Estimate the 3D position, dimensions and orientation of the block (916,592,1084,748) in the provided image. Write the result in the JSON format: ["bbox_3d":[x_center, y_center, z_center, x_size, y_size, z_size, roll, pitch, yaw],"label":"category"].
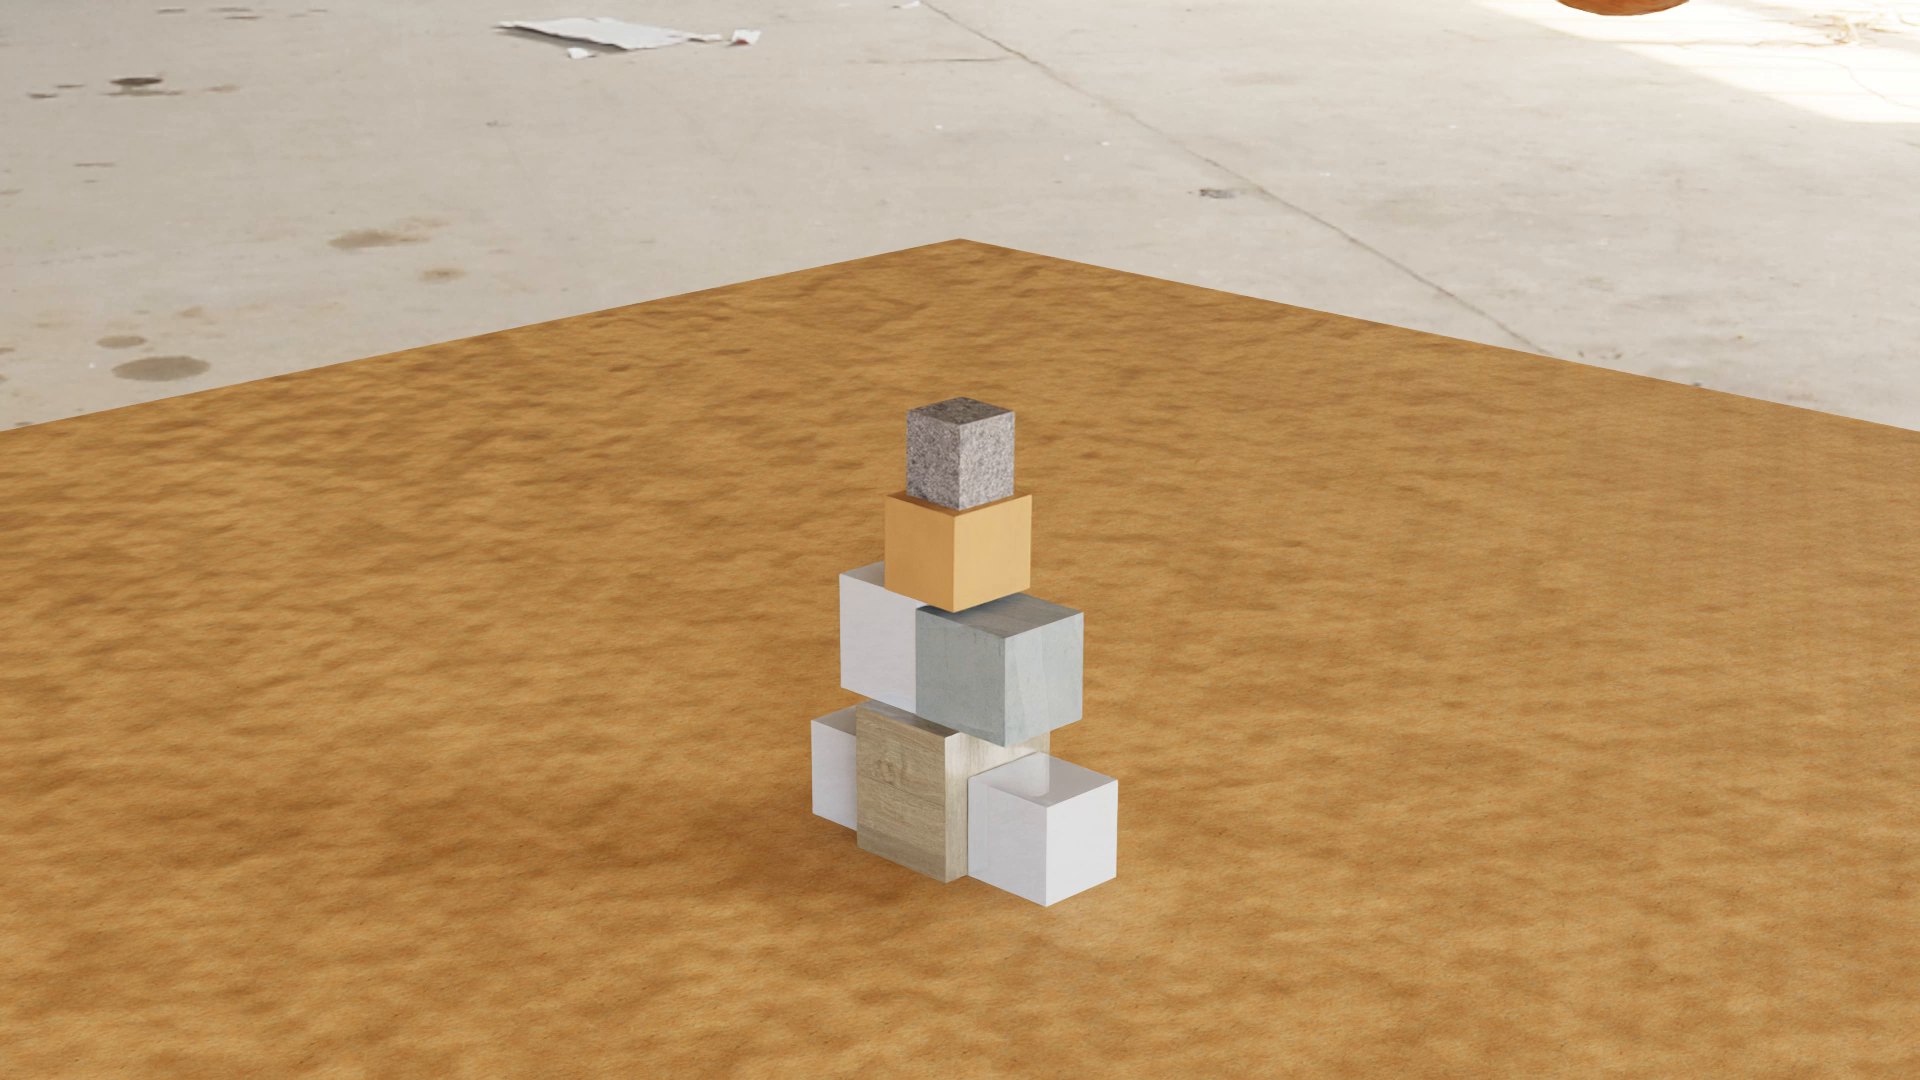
[{"bbox_3d":[0.178,0.564,13.321,0.506,0.515,0.567,-17,24,-42],"label":"block"}]

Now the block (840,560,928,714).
[{"bbox_3d":[-0.200,0.423,13.693,0.508,0.562,0.509,-17,24,-42],"label":"block"}]

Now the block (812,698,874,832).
[{"bbox_3d":[-0.380,1.083,14.097,0.494,0.481,0.440,-17,24,-42],"label":"block"}]

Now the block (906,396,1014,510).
[{"bbox_3d":[0.002,-0.393,13.204,0.348,0.393,0.337,-17,25,-42],"label":"block"}]

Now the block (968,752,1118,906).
[{"bbox_3d":[0.376,1.312,13.372,0.468,0.478,0.491,-17,24,-42],"label":"block"}]

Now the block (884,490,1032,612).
[{"bbox_3d":[-0.009,0.009,13.329,0.493,0.448,0.444,-17,25,-42],"label":"block"}]

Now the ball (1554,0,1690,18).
[{"bbox_3d":[3.645,-3.666,16.010,1.600,1.600,1.600,0,17,0],"label":"ball"}]

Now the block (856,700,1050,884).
[{"bbox_3d":[-0.032,1.091,13.689,0.686,0.710,0.588,-17,24,-42],"label":"block"}]
